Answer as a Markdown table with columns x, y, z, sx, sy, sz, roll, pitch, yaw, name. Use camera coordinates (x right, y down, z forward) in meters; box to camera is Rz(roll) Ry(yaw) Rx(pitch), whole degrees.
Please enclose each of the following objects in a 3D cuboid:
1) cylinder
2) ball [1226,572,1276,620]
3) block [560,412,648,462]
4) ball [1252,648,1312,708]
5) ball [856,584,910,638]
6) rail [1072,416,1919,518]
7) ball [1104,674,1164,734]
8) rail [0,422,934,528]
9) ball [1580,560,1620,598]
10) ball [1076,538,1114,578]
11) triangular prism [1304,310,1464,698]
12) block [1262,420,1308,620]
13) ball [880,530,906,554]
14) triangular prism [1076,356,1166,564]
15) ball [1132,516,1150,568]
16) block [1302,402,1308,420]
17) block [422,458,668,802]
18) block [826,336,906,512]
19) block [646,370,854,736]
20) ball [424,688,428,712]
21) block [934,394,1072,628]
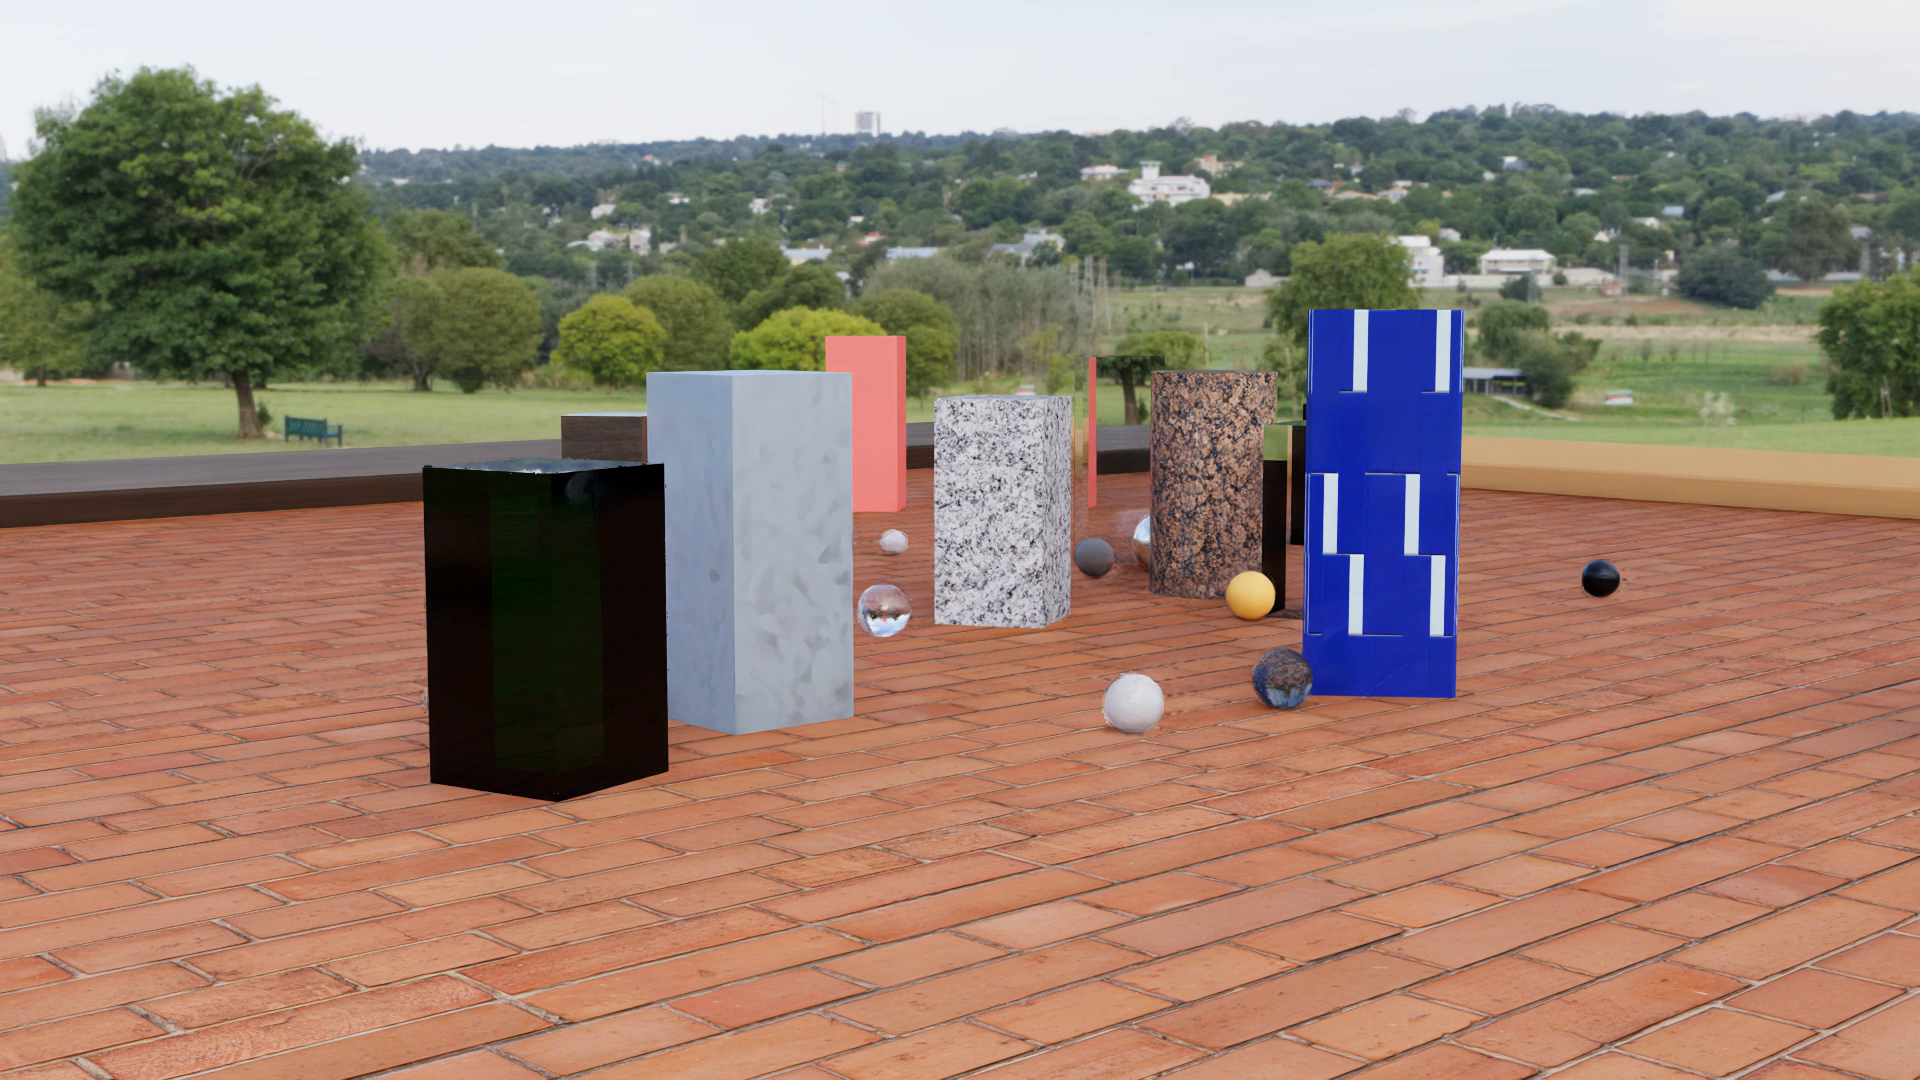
| x | y | z | sx | sy | sz | roll | pitch | yaw | name |
| --- | --- | --- | --- | --- | --- | --- | --- | --- | --- |
| 0.401 | -0.092 | 3.485 | 0.199 | 0.349 | 0.199 | 0 | 6 | 0 | cylinder |
| 0.420 | 0.080 | 3.175 | 0.071 | 0.071 | 0.071 | 0 | 6 | 0 | ball |
| -0.654 | -0.116 | 4.198 | 0.159 | 0.249 | 0.159 | 1 | 6 | 12 | block |
| 0.362 | 0.155 | 2.469 | 0.068 | 0.068 | 0.068 | 0 | 6 | 0 | ball |
| -0.105 | 0.096 | 3.005 | 0.074 | 0.074 | 0.074 | 0 | 6 | 0 | ball |
| 1.786 | -0.137 | 4.970 | 0.045 | 0.129 | 4.422 | -5 | 8 | -42 | rail |
| 0.184 | 0.173 | 2.320 | 0.064 | 0.064 | 0.064 | 0 | 6 | 0 | ball |
| -1.483 | -0.133 | 4.930 | 4.906 | 0.129 | 0.045 | -5 | 8 | -42 | rail |
| 0.997 | 0.060 | 3.422 | 0.059 | 0.059 | 0.059 | 0 | 6 | 0 | ball |
| 0.226 | 0.030 | 3.684 | 0.066 | 0.066 | 0.066 | 0 | 6 | 0 | ball |
| 0.495 | -0.048 | 2.601 | 0.172 | 0.446 | 0.149 | 1 | 6 | 7 | triangular prism |
| 0.547 | -0.031 | 3.225 | 0.159 | 0.281 | 0.159 | 3 | 7 | 28 | block |
| -0.122 | 0.004 | 4.024 | 0.047 | 0.047 | 0.047 | 0 | 6 | 0 | ball |
| 0.251 | -0.146 | 3.931 | 0.172 | 0.365 | 0.149 | -4 | 7 | -32 | triangular prism |
| 0.343 | 0.004 | 3.794 | 0.094 | 0.094 | 0.094 | 0 | 6 | 0 | ball |
| 0.762 | -0.133 | 4.277 | 0.159 | 0.267 | 0.159 | 2 | 6 | 23 | block |
| -0.392 | 0.078 | 2.091 | 0.159 | 0.300 | 0.159 | 4 | 7 | 32 | block |
| -0.210 | -0.264 | 4.947 | 0.159 | 0.388 | 0.159 | 1 | 6 | 6 | block |
| -0.229 | 0.006 | 2.405 | 0.159 | 0.378 | 0.159 | -5 | 8 | -41 | block |
| -0.556 | 0.173 | 2.384 | 0.050 | 0.050 | 0.050 | 0 | 6 | 0 | ball |
| 0.063 | -0.045 | 3.173 | 0.159 | 0.321 | 0.159 | 2 | 6 | 17 | block |
